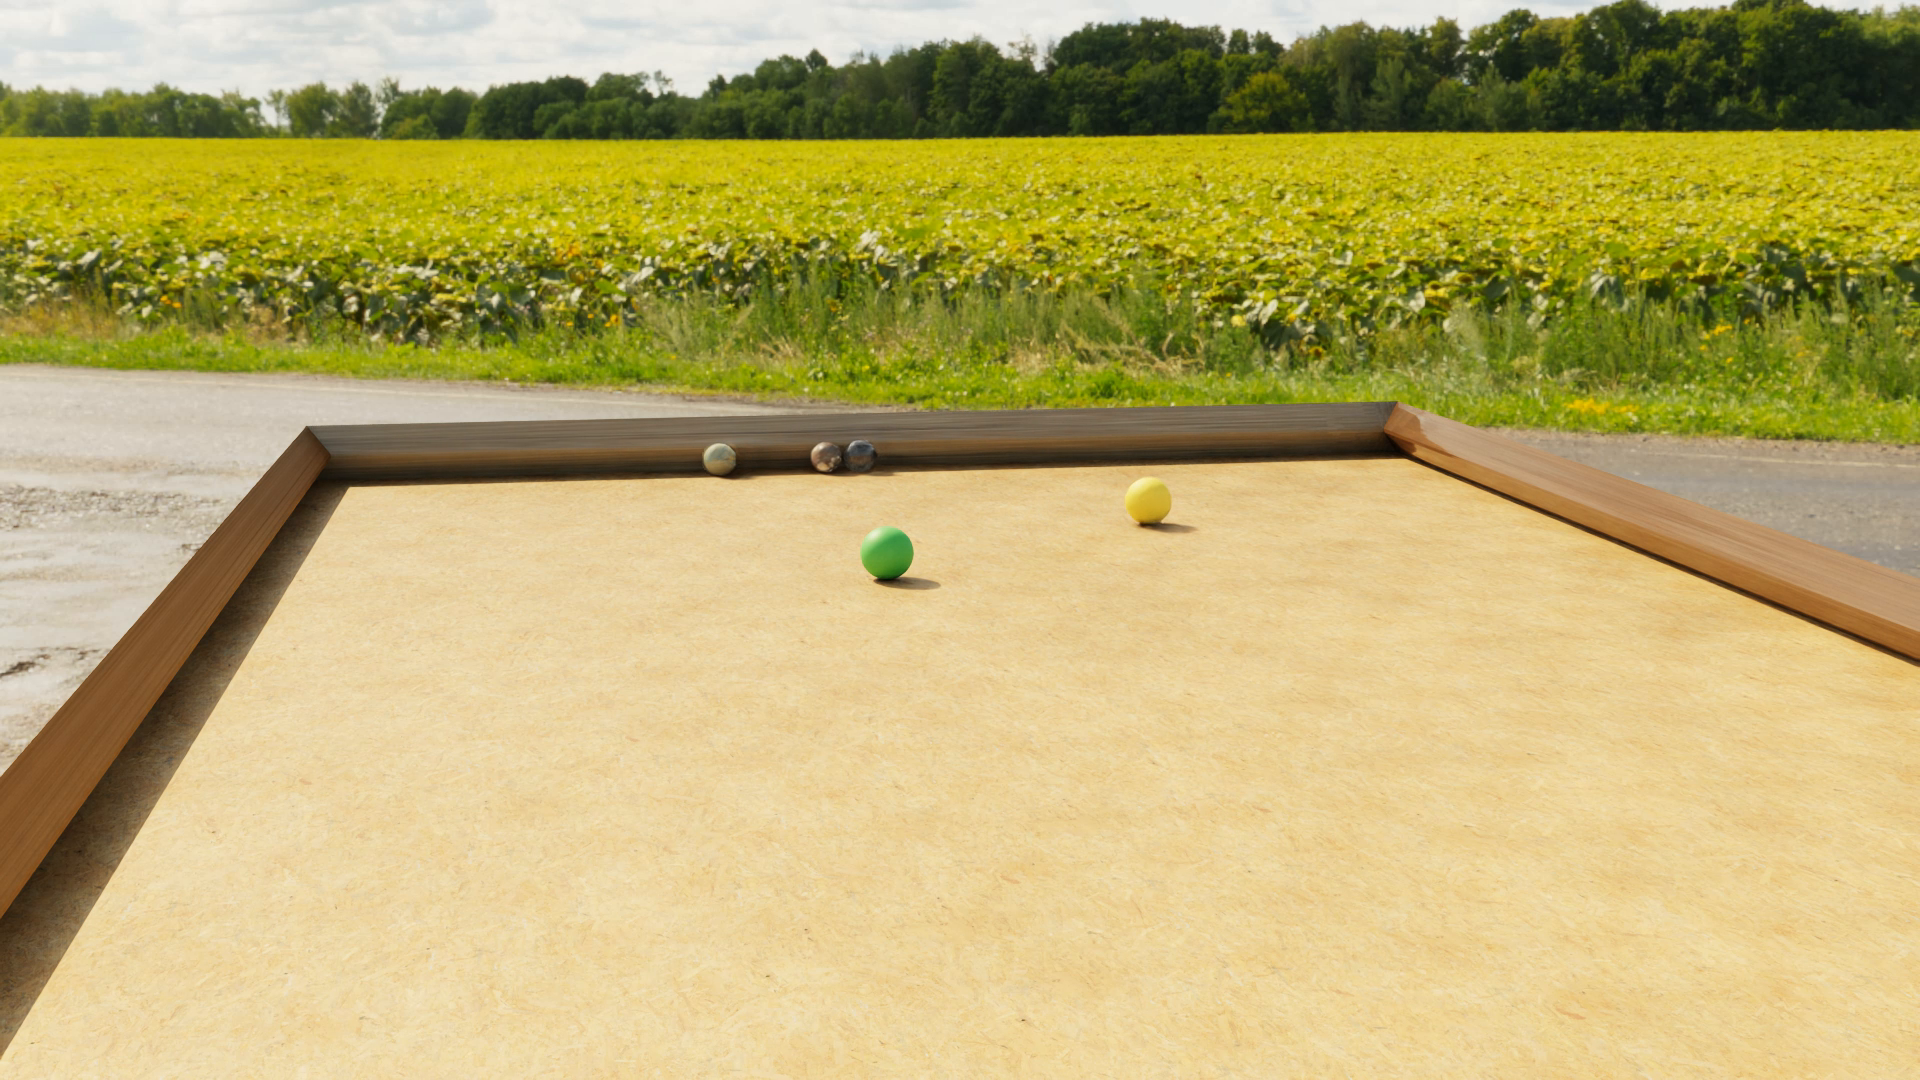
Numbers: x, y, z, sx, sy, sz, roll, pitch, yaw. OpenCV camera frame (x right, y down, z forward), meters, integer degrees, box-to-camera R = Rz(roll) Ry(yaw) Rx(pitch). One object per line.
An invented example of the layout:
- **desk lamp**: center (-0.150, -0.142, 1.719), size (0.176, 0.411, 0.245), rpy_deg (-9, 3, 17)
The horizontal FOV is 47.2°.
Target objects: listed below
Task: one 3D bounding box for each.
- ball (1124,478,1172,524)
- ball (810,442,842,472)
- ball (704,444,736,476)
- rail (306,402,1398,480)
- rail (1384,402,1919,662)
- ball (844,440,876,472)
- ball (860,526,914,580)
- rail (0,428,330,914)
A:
- **ball**: center (0.299, -0.061, 3.489), size (0.075, 0.075, 0.075), rpy_deg (0, 11, 0)
- **ball**: center (-0.244, -0.150, 4.005), size (0.056, 0.056, 0.056), rpy_deg (0, 11, 0)
- **ball**: center (-0.433, -0.145, 3.970), size (0.059, 0.059, 0.059), rpy_deg (0, 11, 0)
- **rail**: center (-0.154, -0.183, 4.060), size (2.038, 0.097, 0.045), rpy_deg (-2, 11, -10)
- **rail**: center (1.139, 0.123, 2.456), size (0.045, 0.097, 3.704), rpy_deg (-2, 11, -10)
- **ball**: center (-0.182, -0.154, 4.011), size (0.060, 0.060, 0.060), rpy_deg (0, 11, 0)
- **ball**: center (-0.102, 0.018, 3.071), size (0.075, 0.075, 0.075), rpy_deg (0, 11, 0)
- **rail**: center (-0.823, 0.187, 2.123), size (0.045, 0.097, 3.704), rpy_deg (-2, 11, -10)
